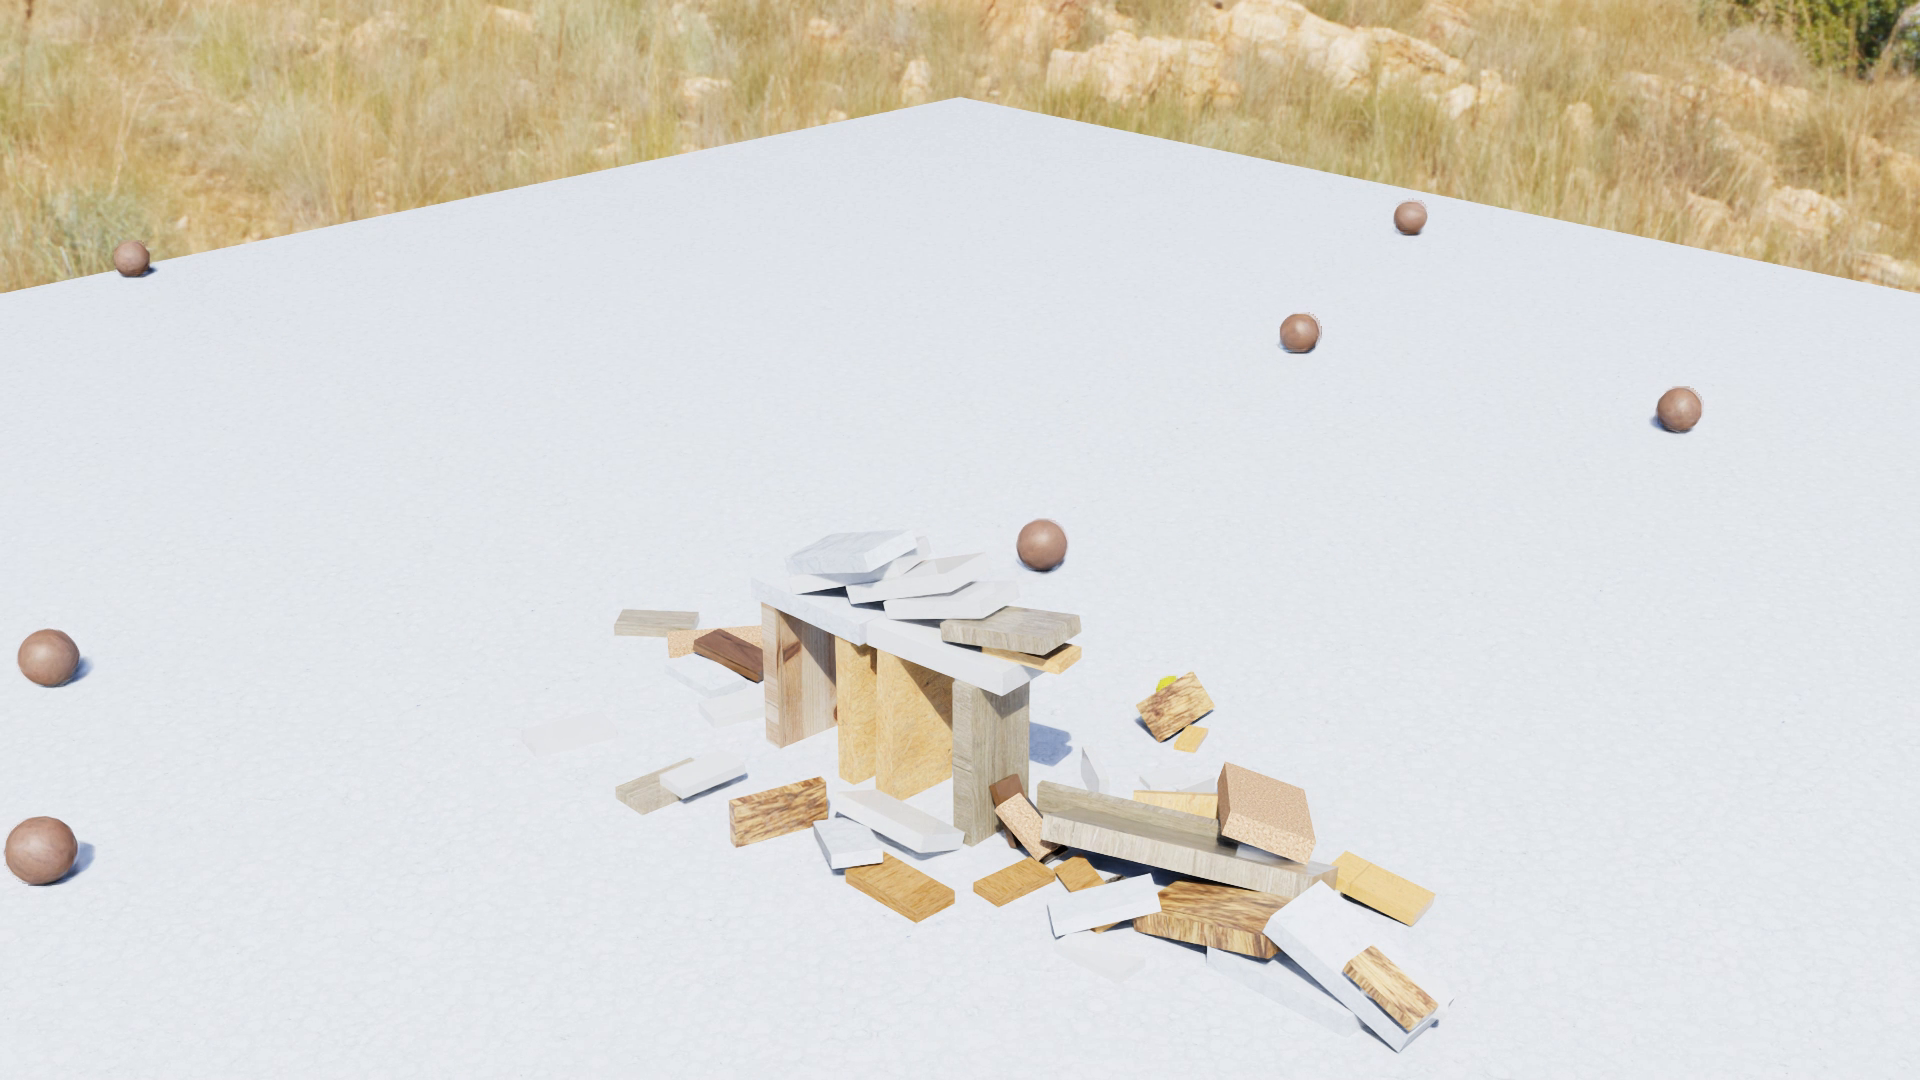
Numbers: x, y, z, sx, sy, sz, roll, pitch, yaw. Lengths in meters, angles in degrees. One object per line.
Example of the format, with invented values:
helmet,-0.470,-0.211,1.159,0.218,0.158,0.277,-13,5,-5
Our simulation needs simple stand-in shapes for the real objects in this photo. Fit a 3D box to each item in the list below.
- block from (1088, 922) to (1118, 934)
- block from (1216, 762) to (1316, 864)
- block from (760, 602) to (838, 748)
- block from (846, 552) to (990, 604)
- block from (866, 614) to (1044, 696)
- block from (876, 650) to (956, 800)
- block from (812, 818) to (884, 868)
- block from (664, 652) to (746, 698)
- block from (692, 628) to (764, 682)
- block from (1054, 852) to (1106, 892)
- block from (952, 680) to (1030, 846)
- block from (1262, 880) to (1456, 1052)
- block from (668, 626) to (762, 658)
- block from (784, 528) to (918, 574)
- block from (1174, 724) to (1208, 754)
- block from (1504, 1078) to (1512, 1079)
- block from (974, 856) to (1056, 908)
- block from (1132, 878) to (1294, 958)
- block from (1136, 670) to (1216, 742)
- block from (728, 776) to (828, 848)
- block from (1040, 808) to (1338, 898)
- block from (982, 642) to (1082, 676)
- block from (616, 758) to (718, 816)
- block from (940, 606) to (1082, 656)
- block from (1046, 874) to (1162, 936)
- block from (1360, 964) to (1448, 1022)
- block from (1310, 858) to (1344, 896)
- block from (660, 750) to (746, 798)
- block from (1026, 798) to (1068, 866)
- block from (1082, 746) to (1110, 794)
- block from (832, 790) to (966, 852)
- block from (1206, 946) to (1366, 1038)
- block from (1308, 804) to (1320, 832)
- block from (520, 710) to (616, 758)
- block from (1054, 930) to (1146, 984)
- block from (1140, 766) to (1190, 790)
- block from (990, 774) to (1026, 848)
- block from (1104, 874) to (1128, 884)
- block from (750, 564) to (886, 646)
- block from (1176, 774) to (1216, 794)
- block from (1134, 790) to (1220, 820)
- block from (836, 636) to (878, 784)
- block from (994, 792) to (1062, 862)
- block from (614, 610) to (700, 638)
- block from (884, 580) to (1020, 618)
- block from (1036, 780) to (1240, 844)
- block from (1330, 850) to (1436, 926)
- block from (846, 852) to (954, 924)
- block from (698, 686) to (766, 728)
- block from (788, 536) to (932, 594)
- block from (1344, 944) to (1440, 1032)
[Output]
block,0.285,0.686,4.092,0.125,0.018,0.063,-24,31,-24
block,0.590,0.525,4.257,0.168,0.048,0.337,19,11,1
block,-0.340,0.265,4.710,0.167,0.334,0.047,-19,30,-38
block,-0.084,0.076,4.409,0.268,0.038,0.134,-8,13,40
block,0.003,0.204,4.330,0.346,0.049,0.173,18,29,36
block,-0.090,0.354,4.481,0.173,0.346,0.049,-21,33,-40
block,-0.220,0.588,4.291,0.099,0.028,0.199,-6,13,-13
block,-0.581,0.308,5.000,0.093,0.026,0.186,-19,29,-37
block,-0.510,0.264,5.055,0.189,0.027,0.095,24,26,25
block,0.231,0.647,4.186,0.063,0.018,0.125,-28,29,-9
block,0.062,0.415,4.340,0.049,0.346,0.173,19,29,38
block,0.691,0.734,3.810,0.307,0.043,0.153,40,42,25
block,-0.511,0.234,5.176,0.350,0.026,0.091,-4,23,-9
block,-0.223,0.025,4.464,0.134,0.038,0.268,-28,16,-37
block,0.498,0.428,4.734,0.048,0.014,0.095,9,25,21
block,0.839,0.967,3.420,0.168,0.048,0.337,-3,23,-8
block,0.104,0.652,4.197,0.146,0.021,0.073,-18,29,-36
block,0.479,0.684,3.996,0.307,0.043,0.153,3,18,45
block,0.471,0.362,4.795,0.190,0.095,0.027,-25,-9,-45
block,-0.360,0.540,4.368,0.200,0.094,0.027,-12,26,-27
block,0.432,0.593,4.170,0.538,0.048,0.168,10,3,26
block,0.138,0.211,4.221,0.171,0.024,0.085,14,27,30
block,-0.604,0.507,4.532,0.189,0.027,0.095,-19,30,-38
block,0.097,0.169,4.227,0.247,0.035,0.123,6,23,39
block,0.265,0.673,4.055,0.199,0.028,0.099,-14,18,1
block,0.757,0.763,3.751,0.150,0.021,0.075,18,37,-2
block,0.673,0.664,4.161,0.095,0.027,0.190,8,24,18
block,-0.529,0.482,4.528,0.159,0.023,0.080,-19,30,-38
block,0.147,0.570,4.303,0.065,0.018,0.131,-22,66,-41
block,0.277,0.488,4.517,0.021,0.073,0.146,-4,23,-10
block,-0.123,0.555,4.356,0.247,0.035,0.123,21,11,39
block,0.606,0.768,3.896,0.153,0.043,0.307,-21,31,-41
block,0.645,0.558,4.420,0.146,0.021,0.073,0,23,0
block,-0.844,0.418,4.742,0.182,0.026,0.091,-13,26,-28
block,0.252,0.749,3.969,0.150,0.021,0.075,20,30,38
block,0.426,0.496,4.574,0.095,0.014,0.048,-10,25,-22
block,0.107,0.534,4.341,0.065,0.130,0.018,-22,5,-41
block,0.322,0.673,4.151,0.063,0.018,0.125,-19,29,-37
block,-0.261,0.121,4.559,0.334,0.047,0.167,21,31,41
block,0.480,0.515,4.486,0.095,0.048,0.014,-16,28,-33
block,0.428,0.544,4.364,0.171,0.085,0.024,2,7,5
block,-0.176,0.326,4.565,0.167,0.334,0.047,-21,30,-40
block,0.133,0.558,4.277,0.065,0.018,0.131,-26,68,-44
block,-0.724,0.200,5.256,0.186,0.026,0.093,2,23,5
block,-0.017,0.118,4.337,0.247,0.035,0.123,-2,17,40
block,0.348,0.559,4.334,0.417,0.085,0.024,10,25,23
block,0.788,0.655,4.141,0.190,0.027,0.095,24,29,28
block,-0.114,0.658,4.174,0.099,0.028,0.199,-21,31,-40
block,-0.477,0.367,4.863,0.182,0.026,0.091,-12,26,-26
block,-0.205,0.051,4.499,0.268,0.038,0.134,-10,15,32
block,0.727,0.755,3.712,0.075,0.021,0.150,-22,53,-41
